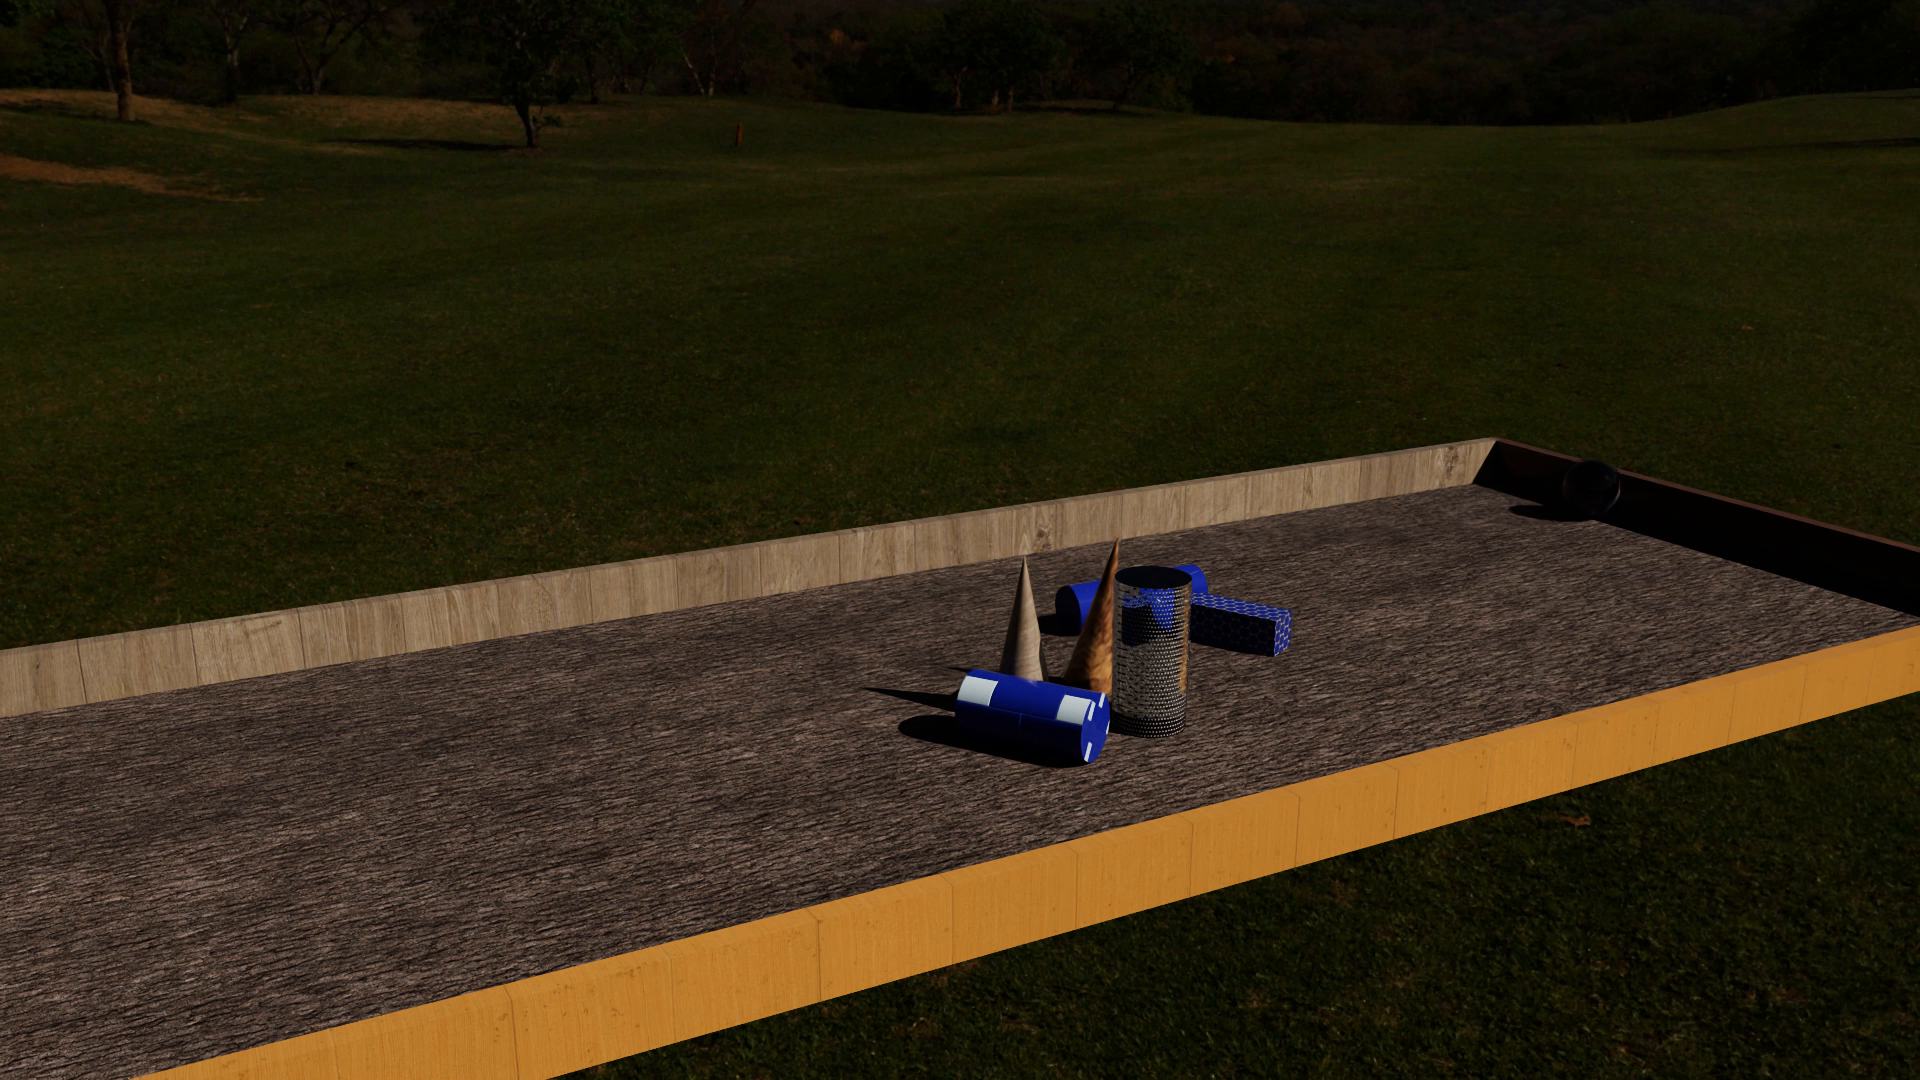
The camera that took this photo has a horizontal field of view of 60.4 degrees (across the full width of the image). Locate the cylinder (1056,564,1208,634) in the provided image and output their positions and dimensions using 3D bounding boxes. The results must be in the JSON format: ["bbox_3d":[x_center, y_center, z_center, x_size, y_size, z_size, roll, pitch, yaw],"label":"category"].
[{"bbox_3d":[0.478,0.160,4.577,0.422,0.130,0.130,-9,19,-27],"label":"cylinder"}]

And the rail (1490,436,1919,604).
[{"bbox_3d":[2.466,-0.048,5.253,0.050,0.150,2.100,-9,18,-27],"label":"rail"}]

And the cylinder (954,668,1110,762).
[{"bbox_3d":[0.163,0.395,3.731,0.312,0.158,0.158,9,18,27],"label":"cylinder"}]

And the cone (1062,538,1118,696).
[{"bbox_3d":[0.349,0.173,4.015,0.132,0.408,0.132,8,21,-3],"label":"cone"}]

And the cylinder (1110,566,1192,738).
[{"bbox_3d":[0.443,0.259,3.834,0.177,0.361,0.177,0,16,0],"label":"cylinder"}]

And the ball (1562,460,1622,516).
[{"bbox_3d":[2.138,-0.177,5.588,0.190,0.190,0.190,0,16,0],"label":"ball"}]

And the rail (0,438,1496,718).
[{"bbox_3d":[-3.305,0.497,3.399,12.000,0.150,0.050,-9,18,-27],"label":"rail"}]

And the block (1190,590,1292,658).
[{"bbox_3d":[0.711,0.219,4.431,0.339,0.101,0.101,11,20,34],"label":"block"}]

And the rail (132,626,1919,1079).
[{"bbox_3d":[-2.336,1.006,1.665,12.000,0.150,0.050,-9,18,-27],"label":"rail"}]

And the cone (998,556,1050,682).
[{"bbox_3d":[0.150,0.224,3.880,0.160,0.402,0.160,0,16,0],"label":"cone"}]
